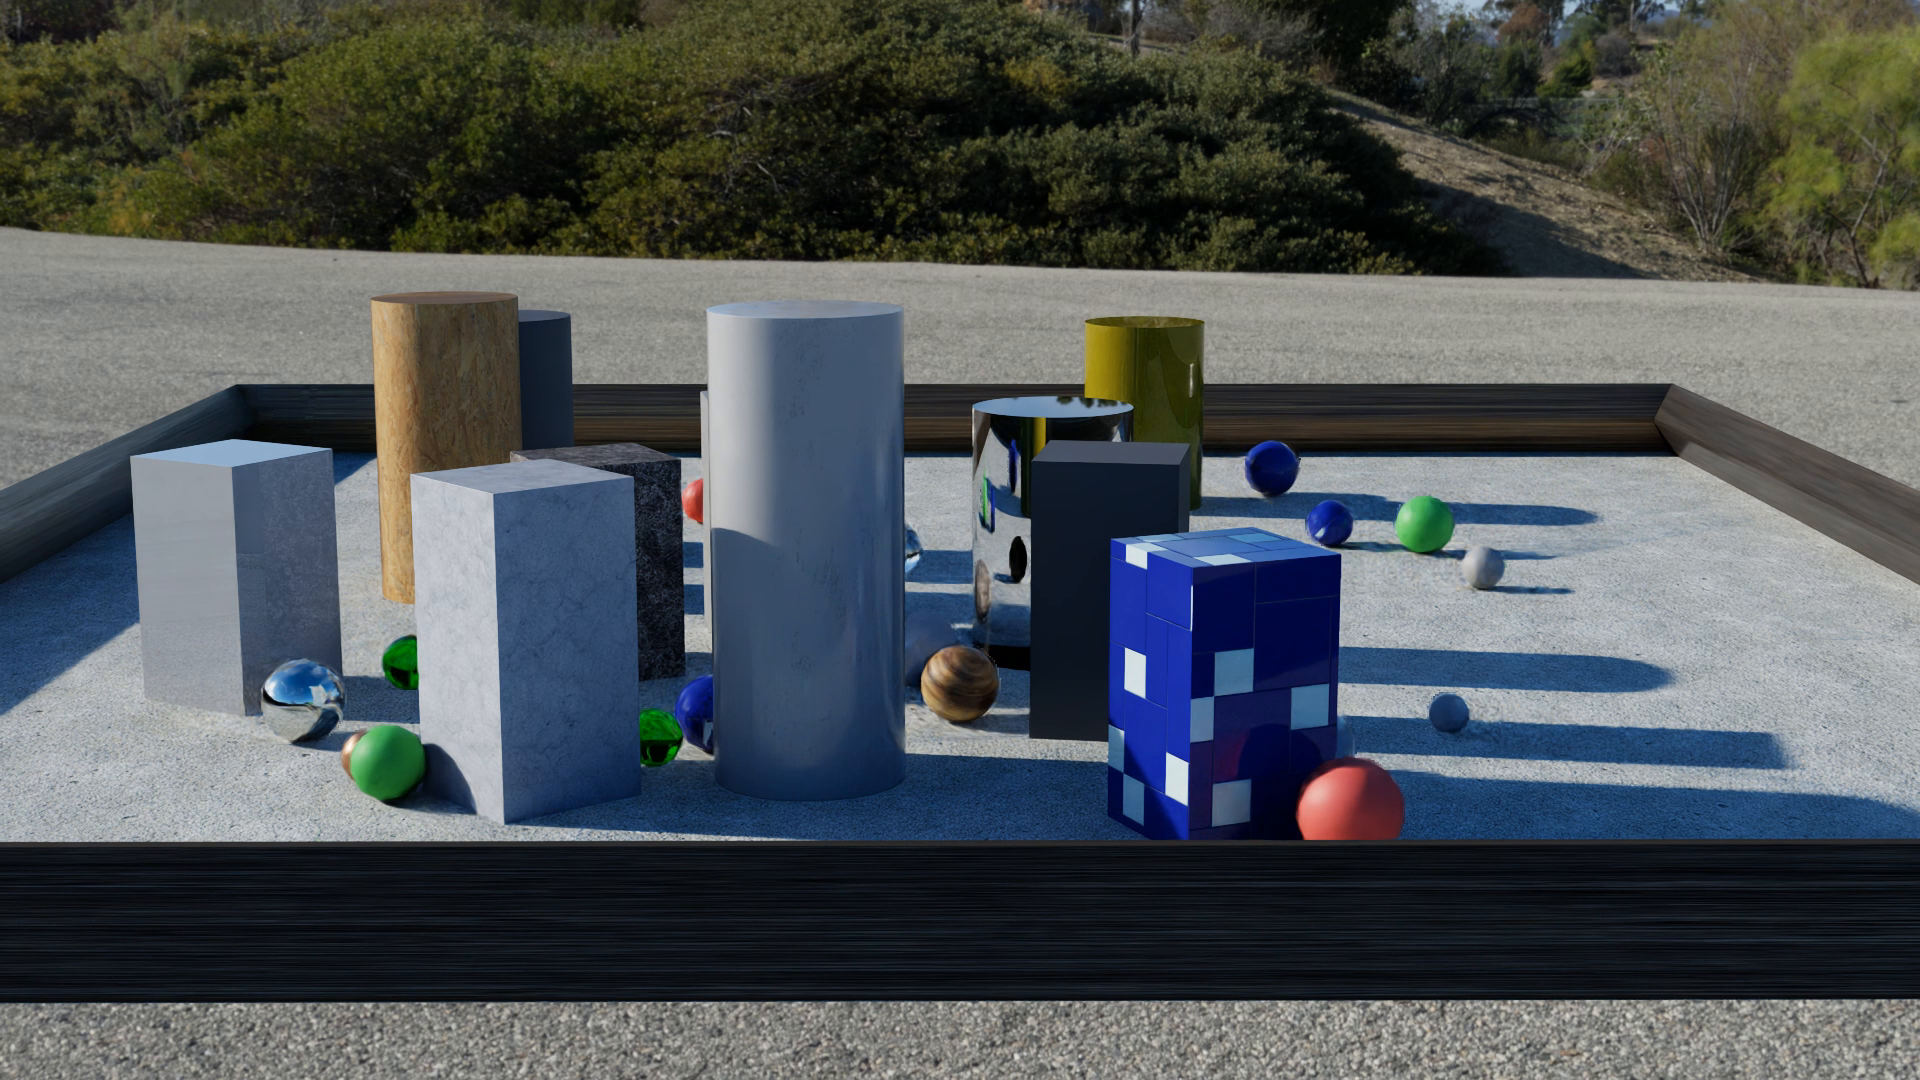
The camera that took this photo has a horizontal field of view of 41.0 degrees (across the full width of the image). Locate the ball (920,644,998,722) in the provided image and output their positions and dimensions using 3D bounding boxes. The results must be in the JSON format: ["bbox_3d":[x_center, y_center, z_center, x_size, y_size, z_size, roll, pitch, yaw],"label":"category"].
[{"bbox_3d":[-0.001,0.161,2.877,0.087,0.087,0.087,0,10,0],"label":"ball"}]

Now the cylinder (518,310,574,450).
[{"bbox_3d":[-0.685,-0.161,3.883,0.199,0.356,0.199,0,10,0],"label":"cylinder"}]

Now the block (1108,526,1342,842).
[{"bbox_3d":[0.251,0.142,2.459,0.159,0.277,0.159,-5,12,-24],"label":"block"}]

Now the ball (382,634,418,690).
[{"bbox_3d":[-0.649,0.145,3.030,0.065,0.065,0.065,0,10,0],"label":"ball"}]

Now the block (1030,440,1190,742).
[{"bbox_3d":[0.168,0.054,2.849,0.159,0.308,0.159,2,11,9],"label":"block"}]

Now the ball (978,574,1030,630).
[{"bbox_3d":[0.060,0.082,3.346,0.074,0.074,0.074,0,10,0],"label":"ball"}]

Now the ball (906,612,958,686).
[{"bbox_3d":[-0.045,0.130,3.044,0.088,0.088,0.088,0,10,0],"label":"ball"}]

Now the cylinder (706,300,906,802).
[{"bbox_3d":[-0.156,0.006,2.625,0.199,0.485,0.199,0,10,0],"label":"cylinder"}]

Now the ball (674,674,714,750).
[{"bbox_3d":[-0.267,0.186,2.762,0.081,0.081,0.081,0,10,0],"label":"ball"}]

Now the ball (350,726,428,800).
[{"bbox_3d":[-0.572,0.224,2.573,0.075,0.075,0.075,0,10,0],"label":"ball"}]

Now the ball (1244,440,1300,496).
[{"bbox_3d":[0.534,-0.123,4.395,0.095,0.095,0.095,0,10,0],"label":"ball"}]

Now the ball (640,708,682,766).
[{"bbox_3d":[-0.322,0.208,2.700,0.060,0.060,0.060,0,10,0],"label":"ball"}]

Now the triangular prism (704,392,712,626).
[{"bbox_3d":[-0.287,-0.034,3.334,0.172,0.306,0.149,-9,14,-41],"label":"triangular prism"}]

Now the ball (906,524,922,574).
[{"bbox_3d":[-0.096,0.013,3.695,0.082,0.082,0.082,0,10,0],"label":"ball"}]

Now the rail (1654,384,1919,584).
[{"bbox_3d":[1.342,0.032,3.456,0.045,0.129,2.925,0,10,0],"label":"rail"}]

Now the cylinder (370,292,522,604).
[{"bbox_3d":[-0.709,-0.131,3.565,0.199,0.412,0.199,0,10,0],"label":"cylinder"}]

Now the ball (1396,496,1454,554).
[{"bbox_3d":[0.702,-0.023,3.873,0.087,0.087,0.087,0,10,0],"label":"ball"}]

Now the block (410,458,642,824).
[{"bbox_3d":[-0.435,0.096,2.574,0.159,0.326,0.159,-9,14,-40],"label":"block"}]

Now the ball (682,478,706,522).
[{"bbox_3d":[-0.414,-0.064,4.141,0.070,0.070,0.070,0,10,0],"label":"ball"}]

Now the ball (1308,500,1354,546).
[{"bbox_3d":[0.568,-0.026,3.934,0.071,0.071,0.071,0,10,0],"label":"ball"}]

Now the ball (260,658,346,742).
[{"bbox_3d":[-0.716,0.175,2.797,0.090,0.090,0.090,0,10,0],"label":"ball"}]

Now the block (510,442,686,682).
[{"bbox_3d":[-0.439,0.028,3.109,0.159,0.265,0.159,-6,12,-27],"label":"block"}]

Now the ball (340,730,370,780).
[{"bbox_3d":[-0.606,0.223,2.630,0.056,0.056,0.056,0,10,0],"label":"ball"}]

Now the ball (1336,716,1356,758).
[{"bbox_3d":[0.376,0.212,2.660,0.067,0.067,0.067,0,10,0],"label":"ball"}]

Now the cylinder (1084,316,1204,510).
[{"bbox_3d":[0.307,-0.211,4.286,0.199,0.307,0.199,0,10,0],"label":"cylinder"}]

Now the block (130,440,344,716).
[{"bbox_3d":[-0.841,0.039,2.990,0.159,0.286,0.159,6,12,29],"label":"block"}]

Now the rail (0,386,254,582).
[{"bbox_3d":[-1.342,0.035,3.441,0.045,0.129,2.925,0,10,0],"label":"rail"}]

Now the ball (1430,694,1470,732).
[{"bbox_3d":[0.541,0.191,2.836,0.043,0.043,0.043,0,10,0],"label":"ball"}]

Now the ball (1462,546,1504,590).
[{"bbox_3d":[0.736,0.039,3.612,0.060,0.060,0.060,0,10,0],"label":"ball"}]

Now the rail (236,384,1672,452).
[{"bbox_3d":[-0.008,-0.228,4.864,2.732,0.129,0.045,0,10,0],"label":"rail"}]

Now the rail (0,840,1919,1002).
[{"bbox_3d":[0.008,0.295,2.034,2.732,0.129,0.045,0,10,0],"label":"rail"}]

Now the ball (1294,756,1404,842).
[{"bbox_3d":[0.359,0.250,2.367,0.099,0.099,0.099,0,10,0],"label":"ball"}]

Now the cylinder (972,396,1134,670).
[{"bbox_3d":[0.114,-0.011,3.191,0.199,0.312,0.199,0,10,0],"label":"cylinder"}]
